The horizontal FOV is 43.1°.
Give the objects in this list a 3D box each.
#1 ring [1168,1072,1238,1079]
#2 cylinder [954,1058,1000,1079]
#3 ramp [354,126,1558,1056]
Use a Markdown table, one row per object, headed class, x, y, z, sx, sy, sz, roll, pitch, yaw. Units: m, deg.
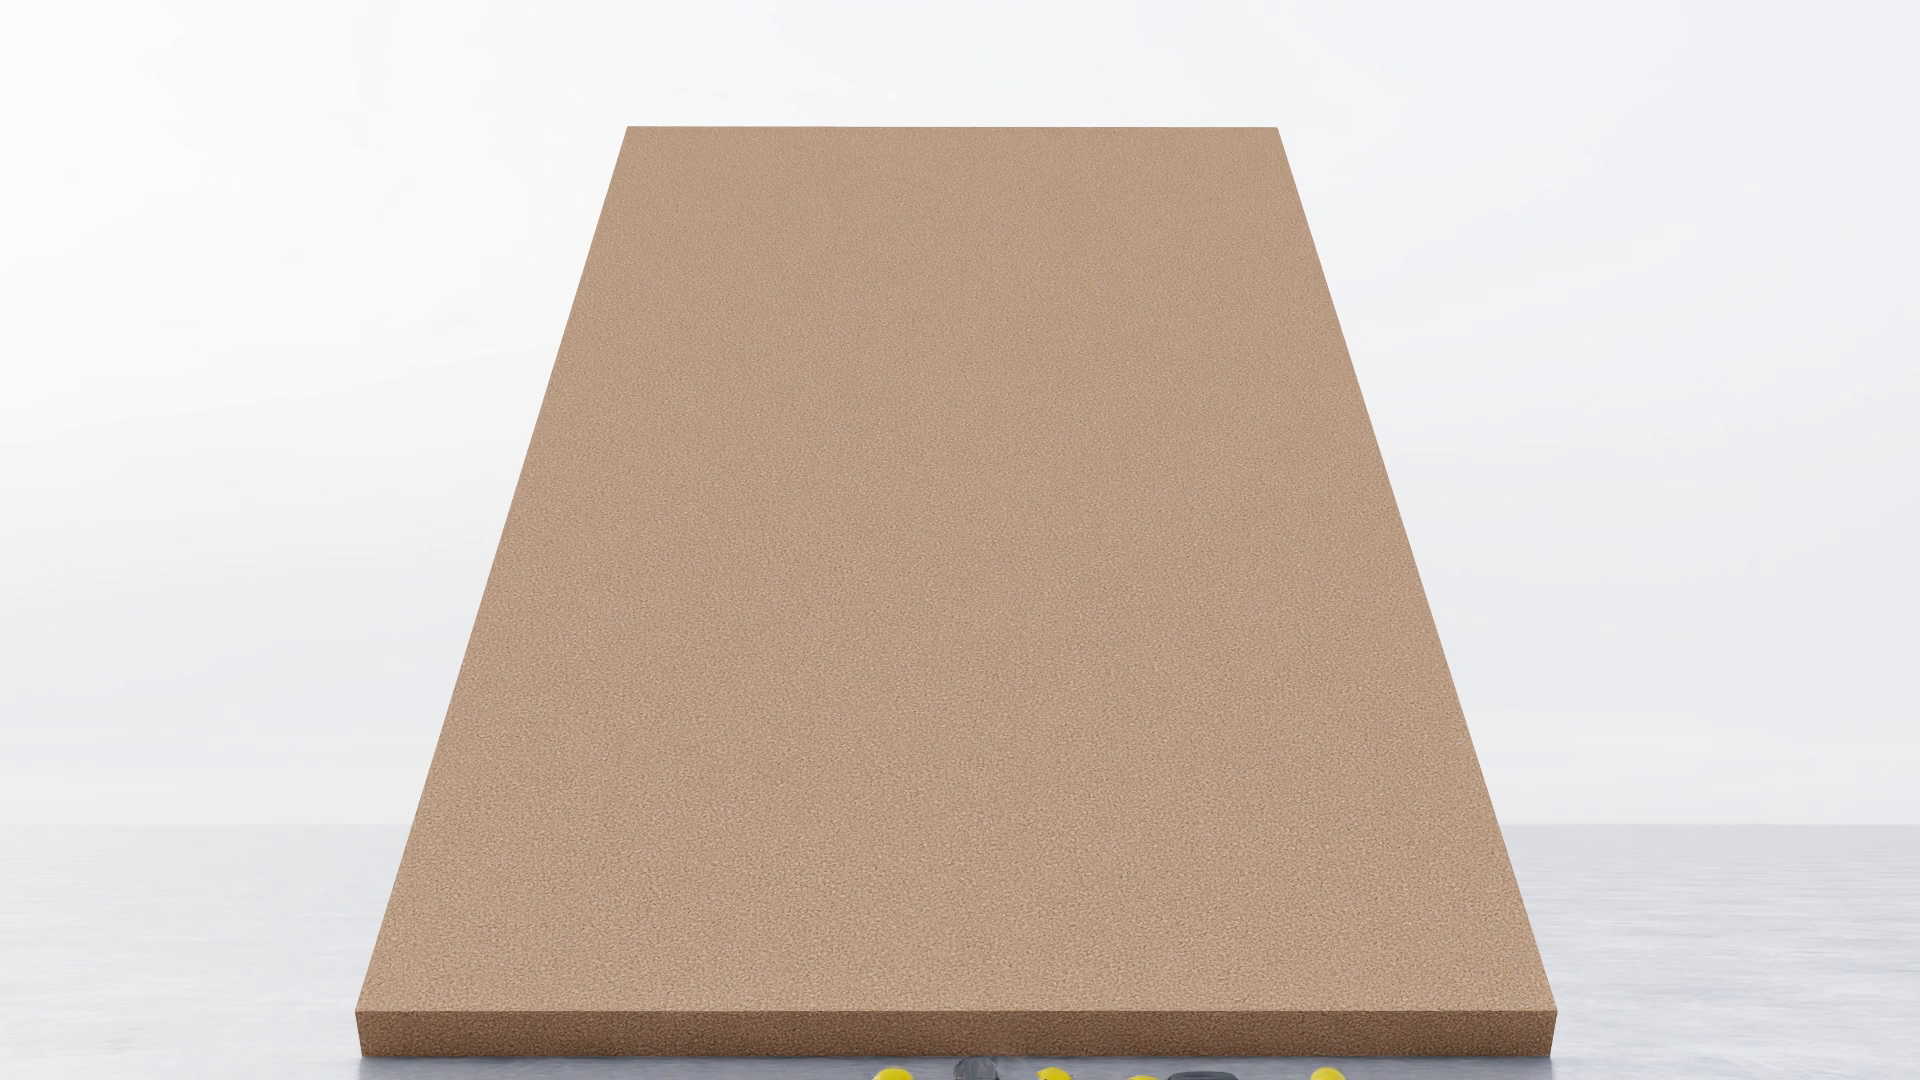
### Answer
| class | x | y | z | sx | sy | sz | roll | pitch | yaw |
| --- | --- | --- | --- | --- | --- | --- | --- | --- | --- |
| ring | 0.345 | 0.778 | 3.453 | 0.108 | 0.036 | 0.108 | -1 | -5 | 0 |
| cylinder | 0.027 | 0.732 | 3.245 | 0.057 | 0.057 | 0.057 | -2 | -49 | 17 |
| ramp | -0.014 | -0.202 | 5.780 | 2.000 | 0.100 | 4.000 | 0 | 31 | 0 |
